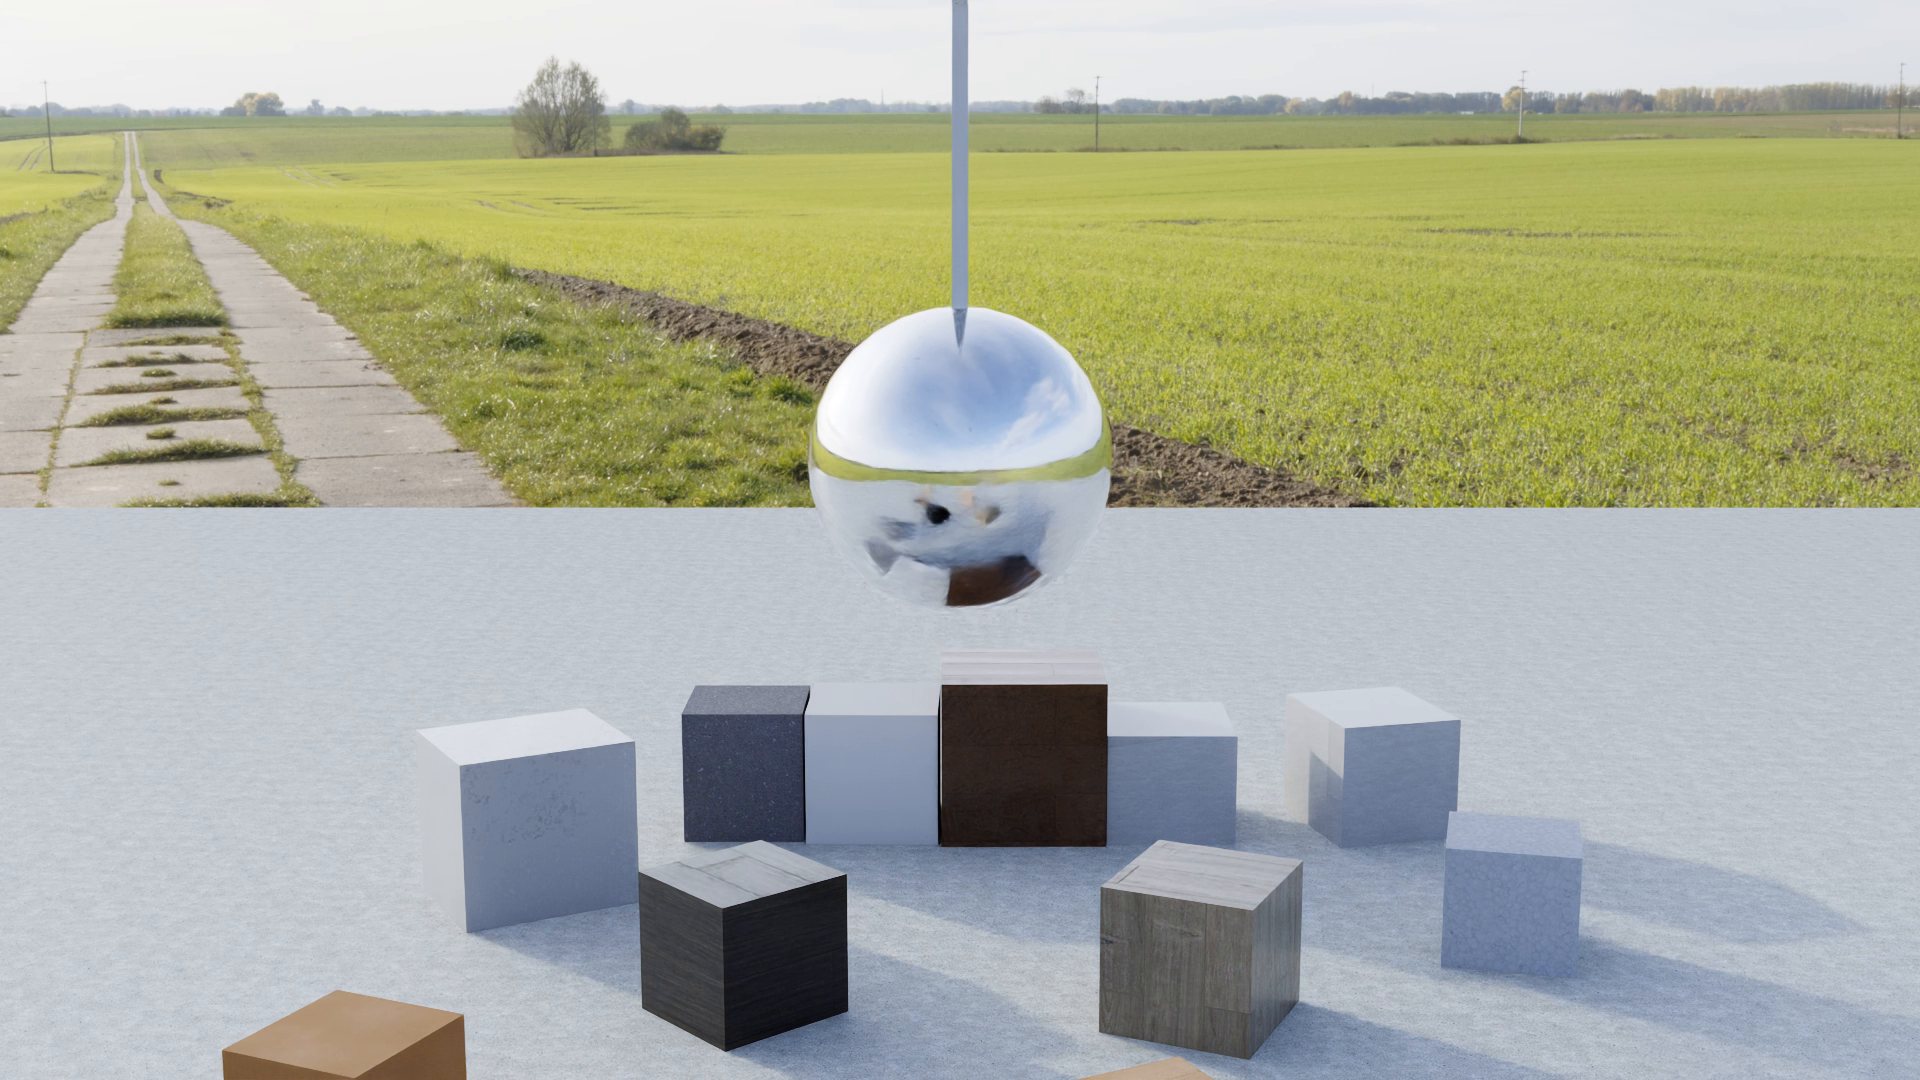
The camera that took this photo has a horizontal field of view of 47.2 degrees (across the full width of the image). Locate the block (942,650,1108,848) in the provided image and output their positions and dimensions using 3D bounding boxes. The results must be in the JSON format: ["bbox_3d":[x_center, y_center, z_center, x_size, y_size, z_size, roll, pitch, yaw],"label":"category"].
[{"bbox_3d":[0.318,1.062,11.369,0.827,0.842,0.764,0,10,-1],"label":"block"}]

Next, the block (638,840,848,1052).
[{"bbox_3d":[-0.880,1.633,8.943,0.614,0.587,0.585,-9,14,-41],"label":"block"}]

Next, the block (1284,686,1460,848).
[{"bbox_3d":[2.127,1.166,11.411,0.637,0.623,0.717,-3,11,-15],"label":"block"}]

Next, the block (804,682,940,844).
[{"bbox_3d":[-0.440,1.147,11.375,0.666,0.674,0.663,0,10,1],"label":"block"}]

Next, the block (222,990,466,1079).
[{"bbox_3d":[-2.126,1.930,7.646,0.560,0.467,0.590,5,11,24],"label":"block"}]

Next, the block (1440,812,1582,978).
[{"bbox_3d":[2.407,1.540,9.605,0.563,0.533,0.543,3,11,14],"label":"block"}]

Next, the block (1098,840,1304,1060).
[{"bbox_3d":[0.978,1.636,8.875,0.626,0.607,0.658,5,11,25],"label":"block"}]

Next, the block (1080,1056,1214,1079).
[{"bbox_3d":[0.563,2.027,6.600,0.618,0.651,0.615,-5,12,-27],"label":"block"}]

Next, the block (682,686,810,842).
[{"bbox_3d":[-1.094,1.149,11.380,0.607,0.667,0.595,0,10,0],"label":"block"}]

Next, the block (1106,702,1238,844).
[{"bbox_3d":[1.064,1.199,11.388,0.651,0.565,0.682,0,10,0],"label":"block"}]

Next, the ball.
[{"bbox_3d":[0.000,-0.420,11.512,1.600,1.600,1.600,0,10,0],"label":"ball"}]

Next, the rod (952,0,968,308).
[{"bbox_3d":[0.000,-3.717,10.681,0.080,5.200,0.080,0,14,0],"label":"rod"}]

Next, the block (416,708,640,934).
[{"bbox_3d":[-2.022,1.291,10.285,0.825,0.779,0.683,-6,12,-29],"label":"block"}]
